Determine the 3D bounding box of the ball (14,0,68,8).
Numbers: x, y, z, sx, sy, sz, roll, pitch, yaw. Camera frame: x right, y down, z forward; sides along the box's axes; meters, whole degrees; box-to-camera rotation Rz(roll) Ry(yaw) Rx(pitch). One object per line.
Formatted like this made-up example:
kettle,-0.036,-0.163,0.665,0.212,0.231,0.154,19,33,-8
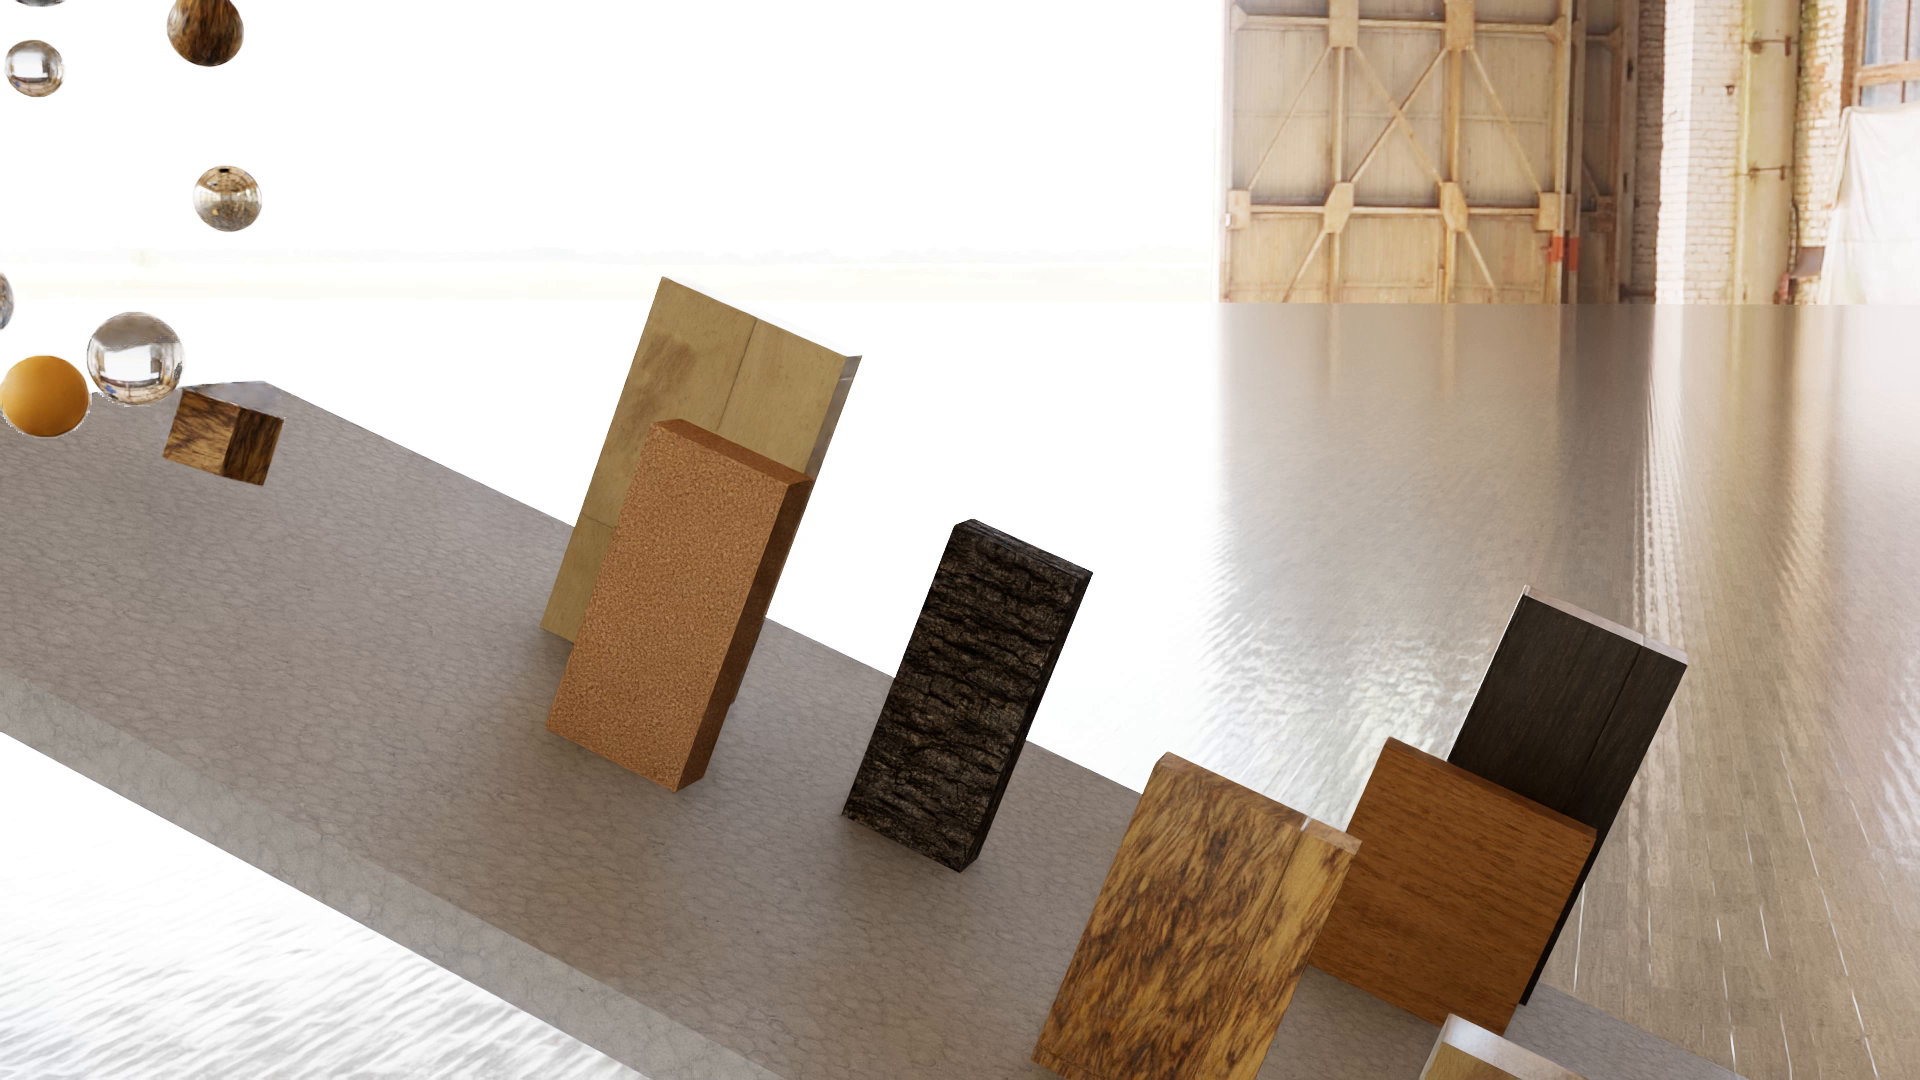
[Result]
ball,-1.829,-1.151,4.356,0.190,0.190,0.190,0,7,0

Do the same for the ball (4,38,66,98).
ball,-1.930,-0.984,4.589,0.122,0.122,0.122,0,7,0

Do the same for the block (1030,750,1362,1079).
block,0.366,0.646,3.450,0.331,0.535,0.089,24,13,13

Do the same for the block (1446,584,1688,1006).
block,1.193,0.537,4.640,0.354,0.800,0.146,24,13,13

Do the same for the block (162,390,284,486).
block,-1.531,-0.212,4.573,0.148,0.148,0.148,16,-2,20

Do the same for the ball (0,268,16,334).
ball,-2.135,-0.517,4.729,0.195,0.195,0.195,0,7,0

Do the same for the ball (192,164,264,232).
ball,-1.602,-0.748,4.814,0.150,0.150,0.150,0,7,0

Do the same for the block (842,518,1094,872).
block,0.012,0.293,4.171,0.257,0.611,0.121,24,13,13

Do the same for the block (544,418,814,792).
block,-0.517,0.118,4.034,0.282,0.614,0.126,24,13,13

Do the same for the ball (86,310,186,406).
ball,-1.680,-0.371,4.484,0.194,0.194,0.194,0,7,0

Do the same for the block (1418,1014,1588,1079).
block,0.744,0.935,3.157,0.273,0.407,0.125,24,13,13

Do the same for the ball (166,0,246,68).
ball,-1.655,-1.121,4.826,0.166,0.166,0.166,0,7,0

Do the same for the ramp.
ramp,-0.310,0.552,4.197,4.000,0.100,2.000,24,13,13

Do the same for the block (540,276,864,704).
block,-0.536,-0.096,4.505,0.425,0.784,0.097,24,13,13

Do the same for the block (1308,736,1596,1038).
block,0.947,0.695,4.326,0.432,0.475,0.080,24,13,13

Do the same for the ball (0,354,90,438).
ball,-1.858,-0.293,4.466,0.170,0.170,0.170,0,7,0
